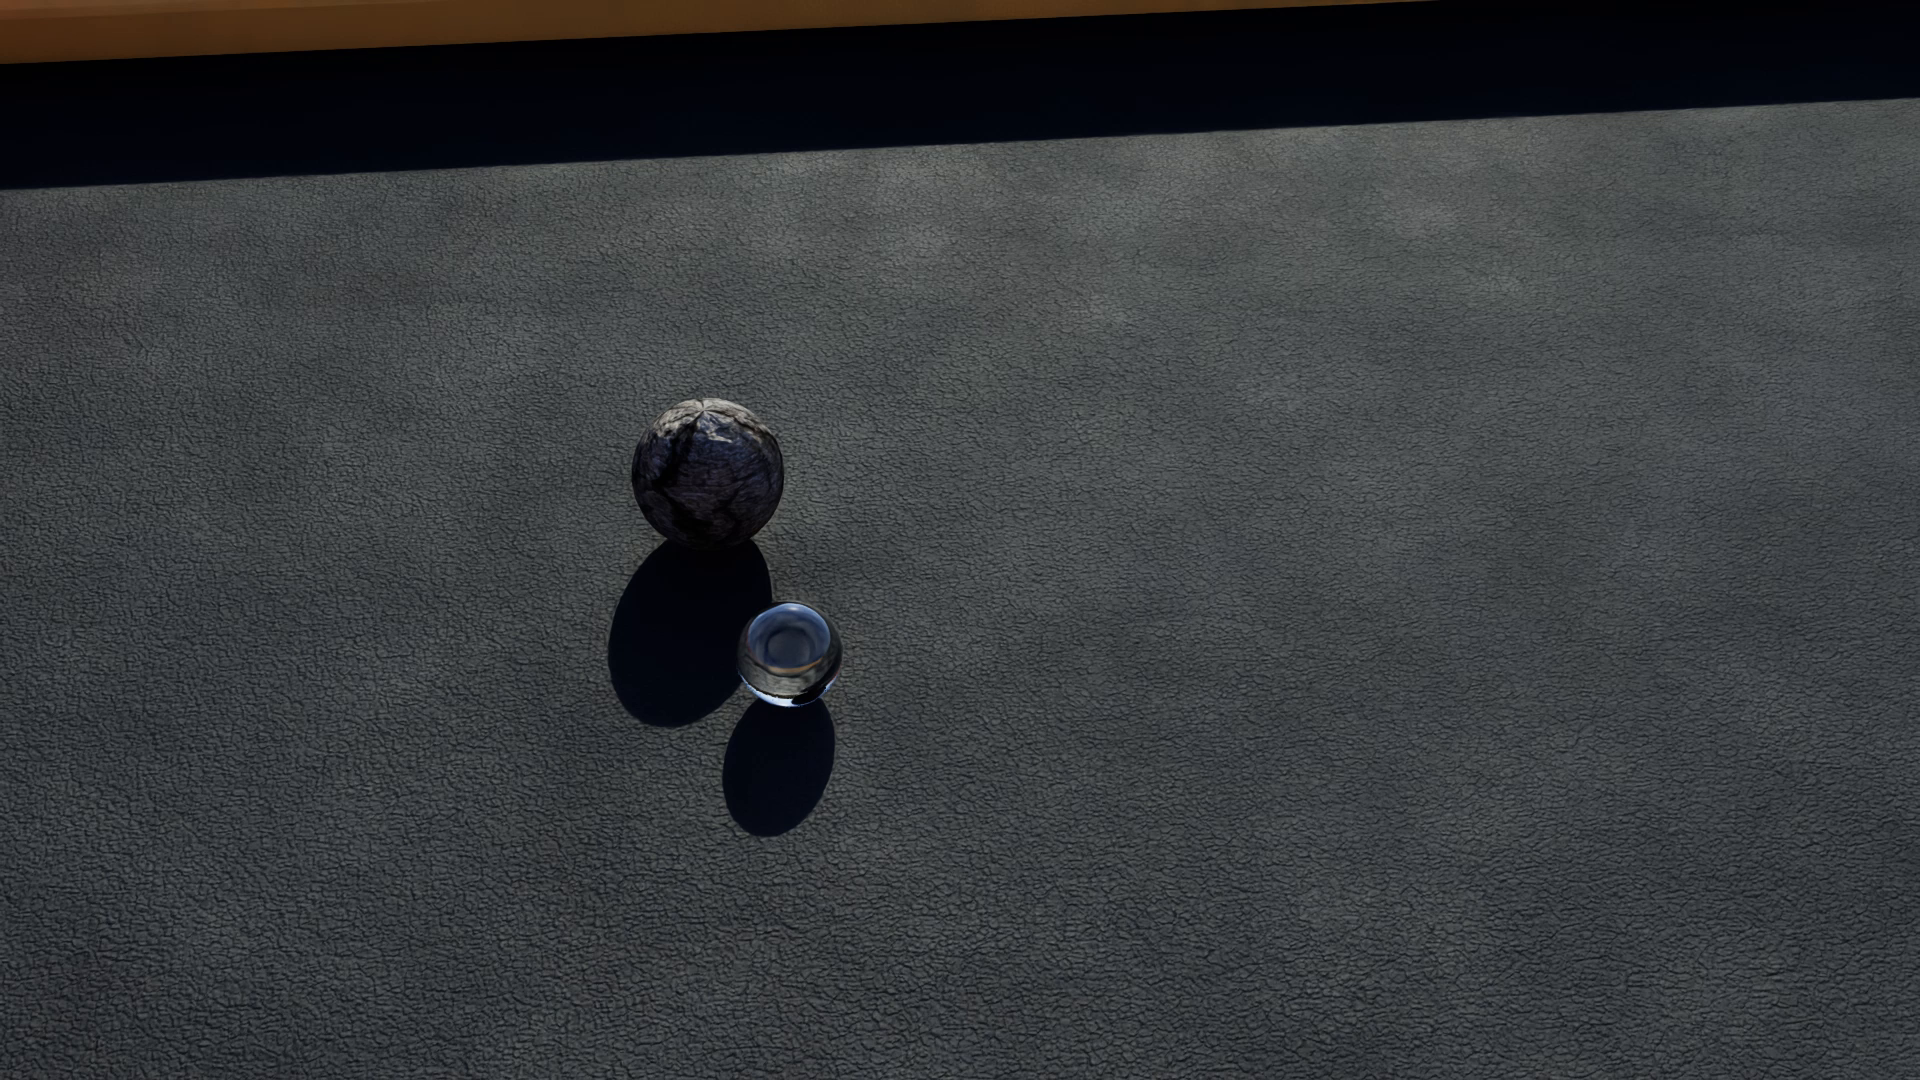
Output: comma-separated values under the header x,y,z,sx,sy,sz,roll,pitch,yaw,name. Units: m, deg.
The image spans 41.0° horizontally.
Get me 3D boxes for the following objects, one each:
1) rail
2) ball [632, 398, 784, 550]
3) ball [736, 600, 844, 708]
x,y,z,sx,sy,sz,roll,pitch,yaw,name
0.741,-0.553,2.320,3.322,0.127,0.045,-4,36,-5,rail
-0.162,-0.042,1.646,0.098,0.098,0.098,0,36,0,ball
-0.101,0.067,1.524,0.064,0.064,0.064,0,36,0,ball
